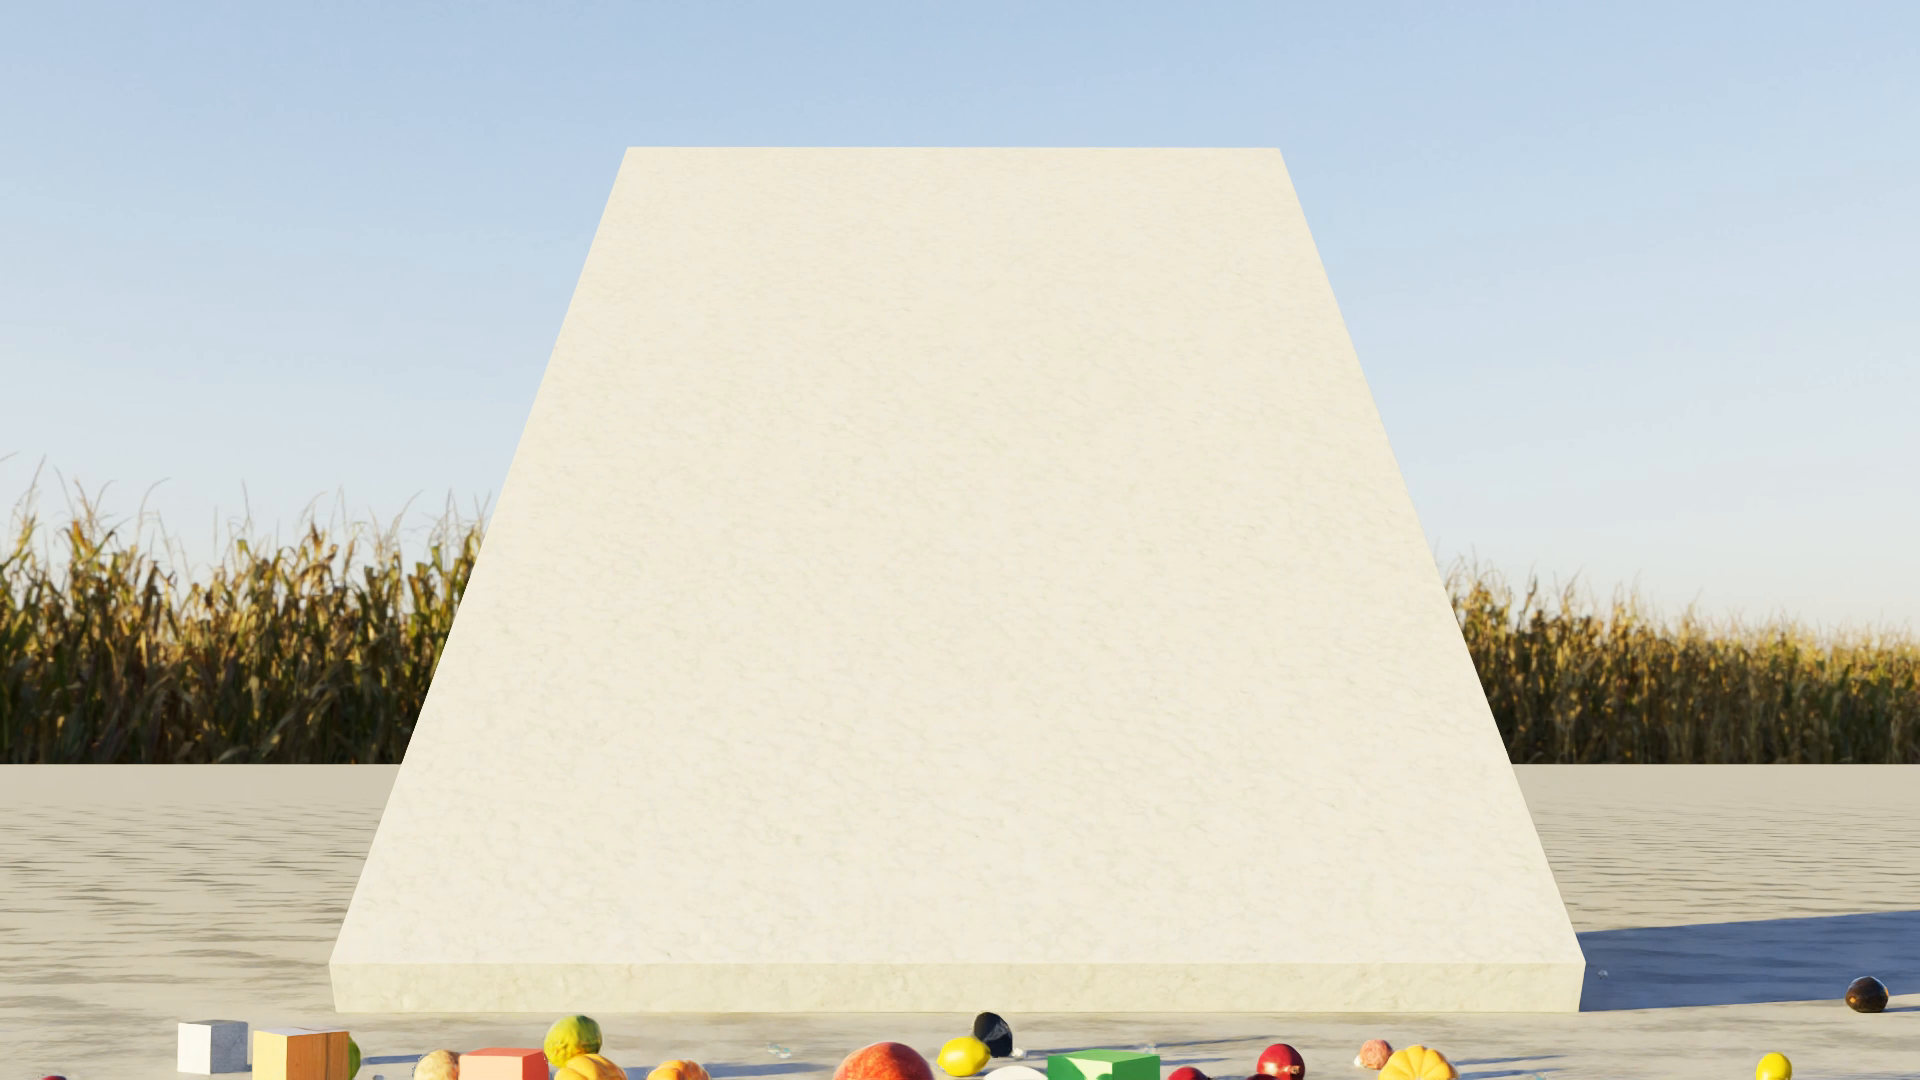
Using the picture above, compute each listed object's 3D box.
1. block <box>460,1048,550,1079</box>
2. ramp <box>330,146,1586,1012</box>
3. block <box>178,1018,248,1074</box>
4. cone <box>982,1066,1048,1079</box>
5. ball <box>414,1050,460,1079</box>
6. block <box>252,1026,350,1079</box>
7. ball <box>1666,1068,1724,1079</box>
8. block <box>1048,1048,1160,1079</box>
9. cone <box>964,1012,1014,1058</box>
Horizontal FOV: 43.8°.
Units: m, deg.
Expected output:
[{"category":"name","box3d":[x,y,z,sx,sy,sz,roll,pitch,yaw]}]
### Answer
[{"category":"block","box3d":[-0.517,0.619,2.707,0.075,0.075,0.075,-1,-5,14]},{"category":"ramp","box3d":[-0.011,-0.222,5.586,2.000,0.100,4.000,0,28,0]},{"category":"block","box3d":[-0.982,0.665,3.137,0.062,0.062,0.062,-3,-6,33]},{"category":"cone","box3d":[0.063,0.616,2.497,0.100,0.100,0.100,-1,-32,10]},{"category":"ball","box3d":[-0.602,0.629,2.782,0.069,0.069,0.069,0,-5,0]},{"category":"block","box3d":[-0.792,0.631,2.866,0.082,0.082,0.082,5,-7,-43]},{"category":"ball","box3d":[0.839,0.643,2.717,0.085,0.085,0.085,0,-5,0]},{"category":"block","box3d":[0.156,0.602,2.582,0.087,0.087,0.087,-4,-7,40]},{"category":"cone","box3d":[0.026,0.695,3.287,0.067,0.067,0.067,5,-34,-42]}]
